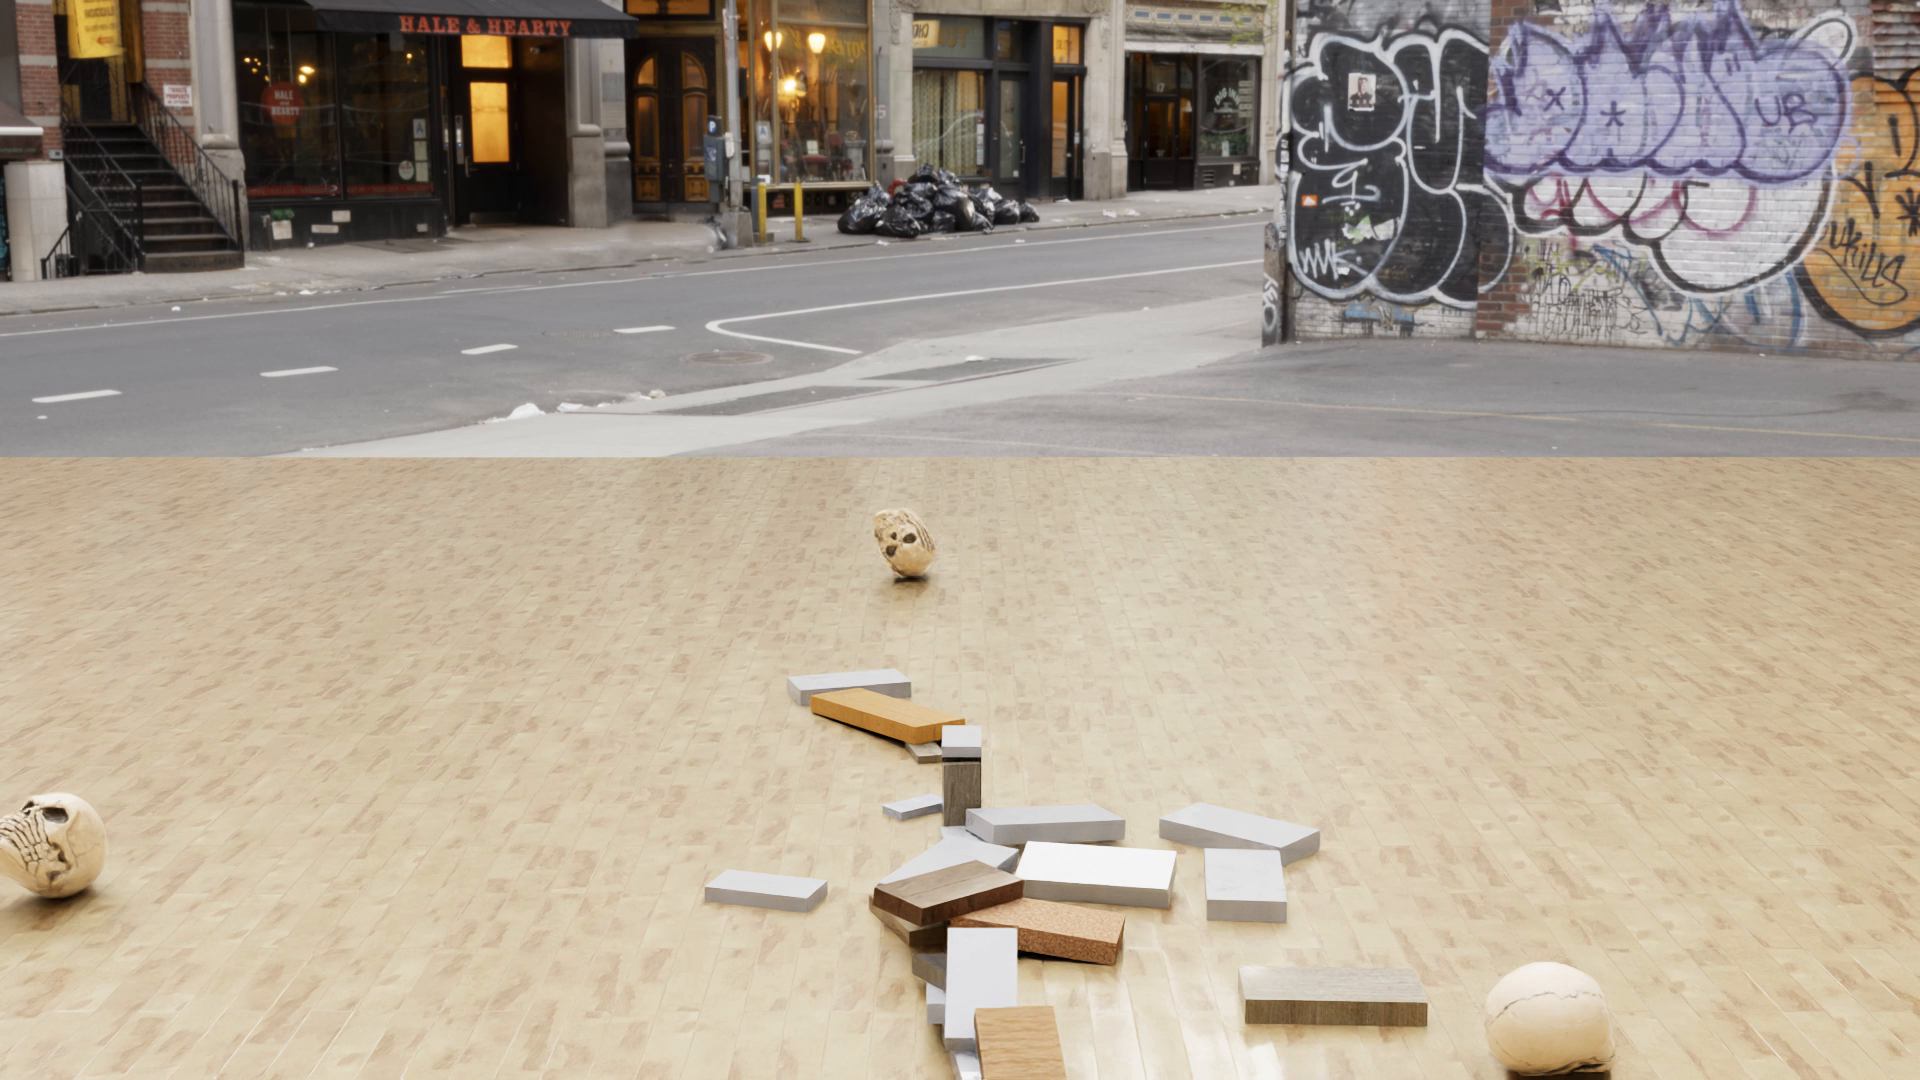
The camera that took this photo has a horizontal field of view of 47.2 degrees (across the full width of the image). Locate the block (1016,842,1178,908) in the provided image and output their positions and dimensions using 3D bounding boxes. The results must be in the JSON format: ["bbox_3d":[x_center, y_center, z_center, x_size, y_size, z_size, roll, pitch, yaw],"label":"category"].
[{"bbox_3d":[0.228,0.559,3.675,0.256,0.036,0.128,2,21,12],"label":"block"}]

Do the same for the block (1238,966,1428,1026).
[{"bbox_3d":[0.538,0.661,3.189,0.257,0.036,0.129,0,11,3],"label":"block"}]

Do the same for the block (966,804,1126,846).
[{"bbox_3d":[0.153,0.508,3.932,0.256,0.036,0.128,1,6,-22],"label":"block"}]

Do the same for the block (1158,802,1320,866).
[{"bbox_3d":[0.498,0.524,3.924,0.257,0.036,0.128,9,14,39],"label":"block"}]

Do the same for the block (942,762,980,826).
[{"bbox_3d":[0.002,0.467,3.967,0.067,0.133,0.019,-2,11,-8],"label":"block"}]

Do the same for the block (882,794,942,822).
[{"bbox_3d":[-0.081,0.500,4.111,0.116,0.016,0.058,-8,13,-38],"label":"block"}]

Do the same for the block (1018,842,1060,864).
[{"bbox_3d":[0.159,0.555,3.807,0.067,0.019,0.133,5,12,26],"label":"block"}]

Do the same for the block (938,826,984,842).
[{"bbox_3d":[0.005,0.537,3.902,0.067,0.019,0.133,-2,11,-8],"label":"block"}]

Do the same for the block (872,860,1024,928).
[{"bbox_3d":[-0.017,0.551,3.442,0.106,0.030,0.227,16,16,42],"label":"block"}]

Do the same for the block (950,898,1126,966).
[{"bbox_3d":[0.122,0.602,3.430,0.257,0.036,0.129,8,12,9],"label":"block"}]

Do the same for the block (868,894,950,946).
[{"bbox_3d":[-0.072,0.604,3.526,0.091,0.026,0.182,-4,11,-22],"label":"block"}]

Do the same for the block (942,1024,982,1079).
[{"bbox_3d":[0.042,0.701,2.989,0.106,0.030,0.212,-1,11,-8],"label":"block"}]

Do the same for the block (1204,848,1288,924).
[{"bbox_3d":[0.473,0.573,3.660,0.128,0.036,0.256,1,11,5],"label":"block"}]

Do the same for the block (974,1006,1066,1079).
[{"bbox_3d":[0.081,0.691,2.868,0.106,0.030,0.212,-1,29,-5],"label":"block"}]

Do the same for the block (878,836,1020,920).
[{"bbox_3d":[-0.017,0.557,3.643,0.129,0.036,0.342,9,8,18],"label":"block"}]

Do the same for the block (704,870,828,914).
[{"bbox_3d":[-0.321,0.581,3.644,0.182,0.026,0.091,3,11,18],"label":"block"}]

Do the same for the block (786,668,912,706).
[{"bbox_3d":[-0.251,0.332,4.961,0.256,0.036,0.128,-3,11,-18],"label":"block"}]

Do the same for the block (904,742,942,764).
[{"bbox_3d":[-0.071,0.431,4.480,0.058,0.016,0.116,-3,11,-14],"label":"block"}]

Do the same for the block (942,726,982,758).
[{"bbox_3d":[0.003,0.368,4.028,0.071,0.020,0.142,0,11,0],"label":"block"}]

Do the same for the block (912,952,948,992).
[{"bbox_3d":[0.004,0.629,3.202,0.097,0.028,0.194,-1,-2,-18],"label":"block"}]

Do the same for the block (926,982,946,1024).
[{"bbox_3d":[0.001,0.655,3.129,0.097,0.028,0.194,-2,-1,-1],"label":"block"}]

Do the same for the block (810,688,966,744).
[{"bbox_3d":[-0.158,0.373,4.688,0.128,0.036,0.396,-7,10,-36],"label":"block"}]

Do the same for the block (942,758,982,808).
[{"bbox_3d":[0.003,0.457,3.996,0.071,0.142,0.020,0,11,0],"label":"block"}]

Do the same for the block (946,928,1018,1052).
[{"bbox_3d":[0.030,0.619,3.035,0.097,0.028,0.194,0,38,1],"label":"block"}]
